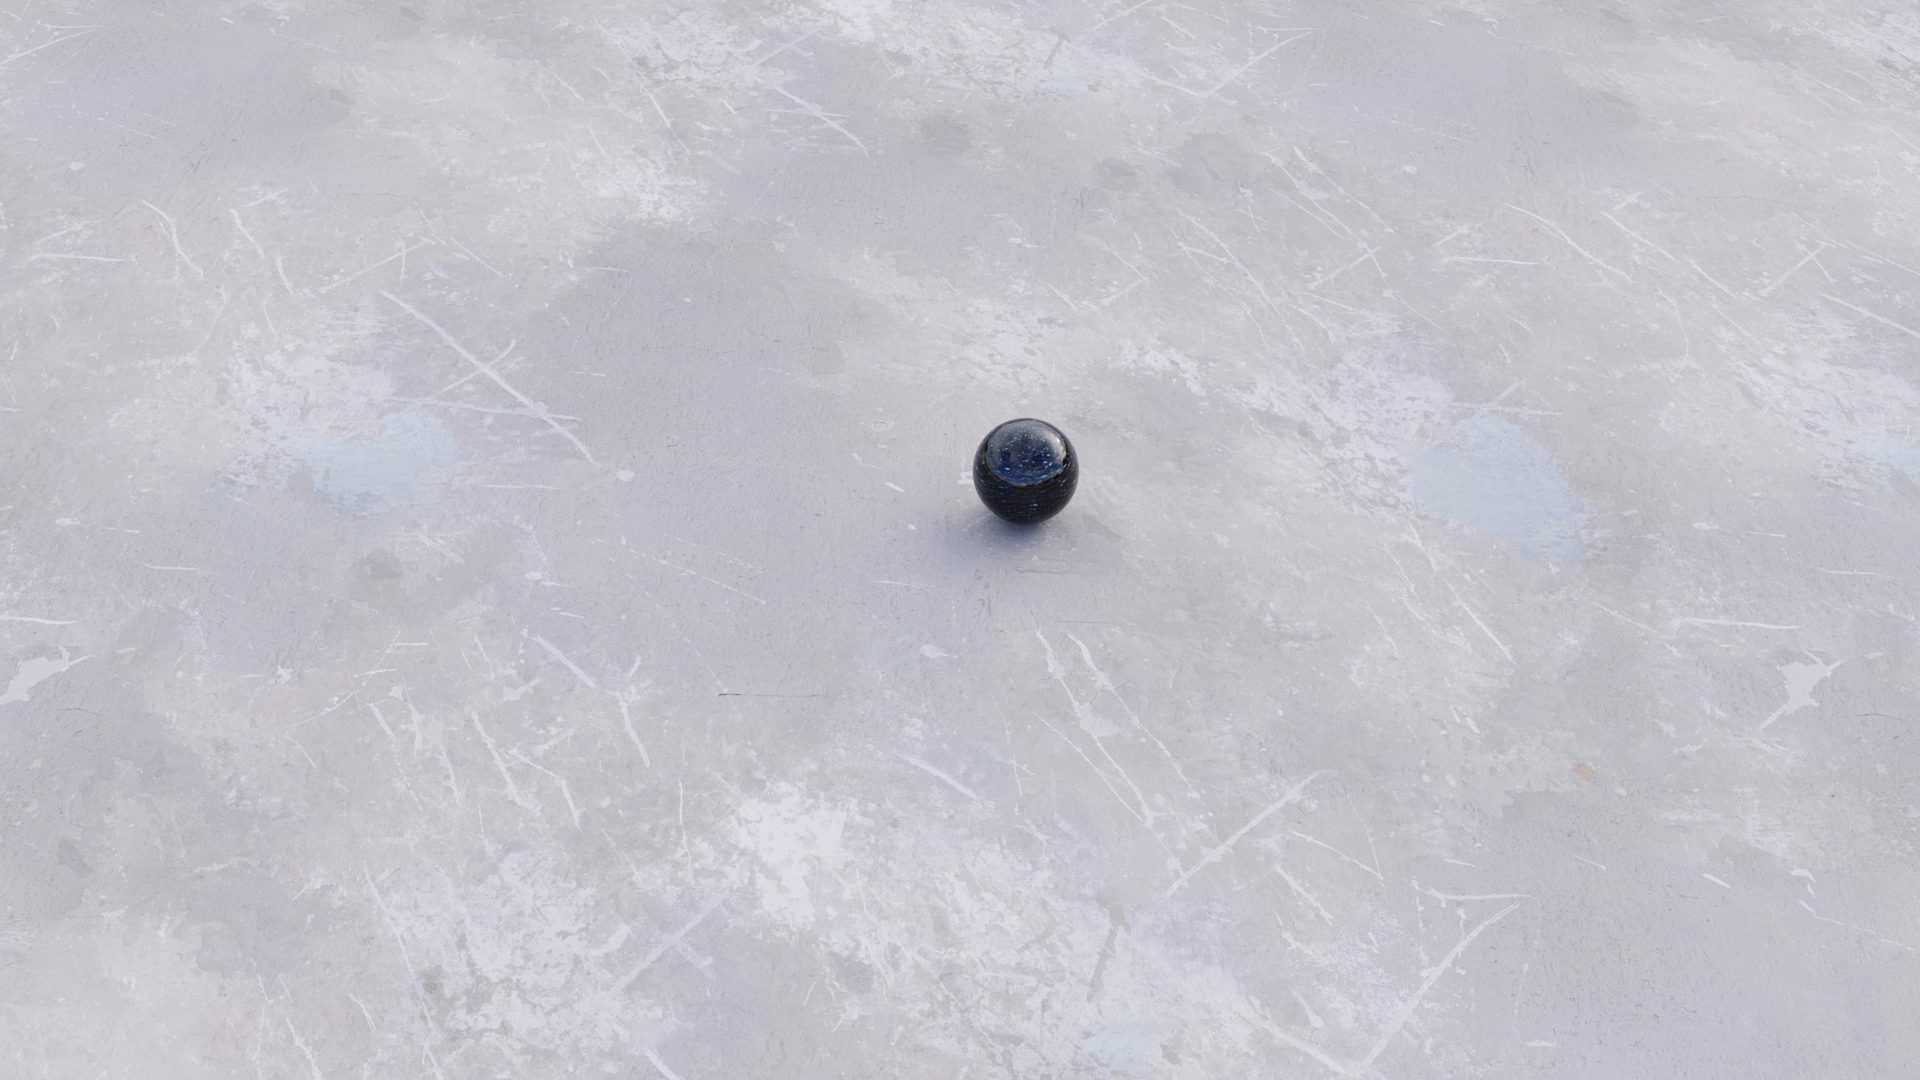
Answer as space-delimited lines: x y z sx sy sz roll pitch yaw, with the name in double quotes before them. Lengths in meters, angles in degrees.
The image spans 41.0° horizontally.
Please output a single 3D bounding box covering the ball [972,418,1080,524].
"ball" 0.040 -0.042 1.555 0.065 0.065 0.065 0 37 0
